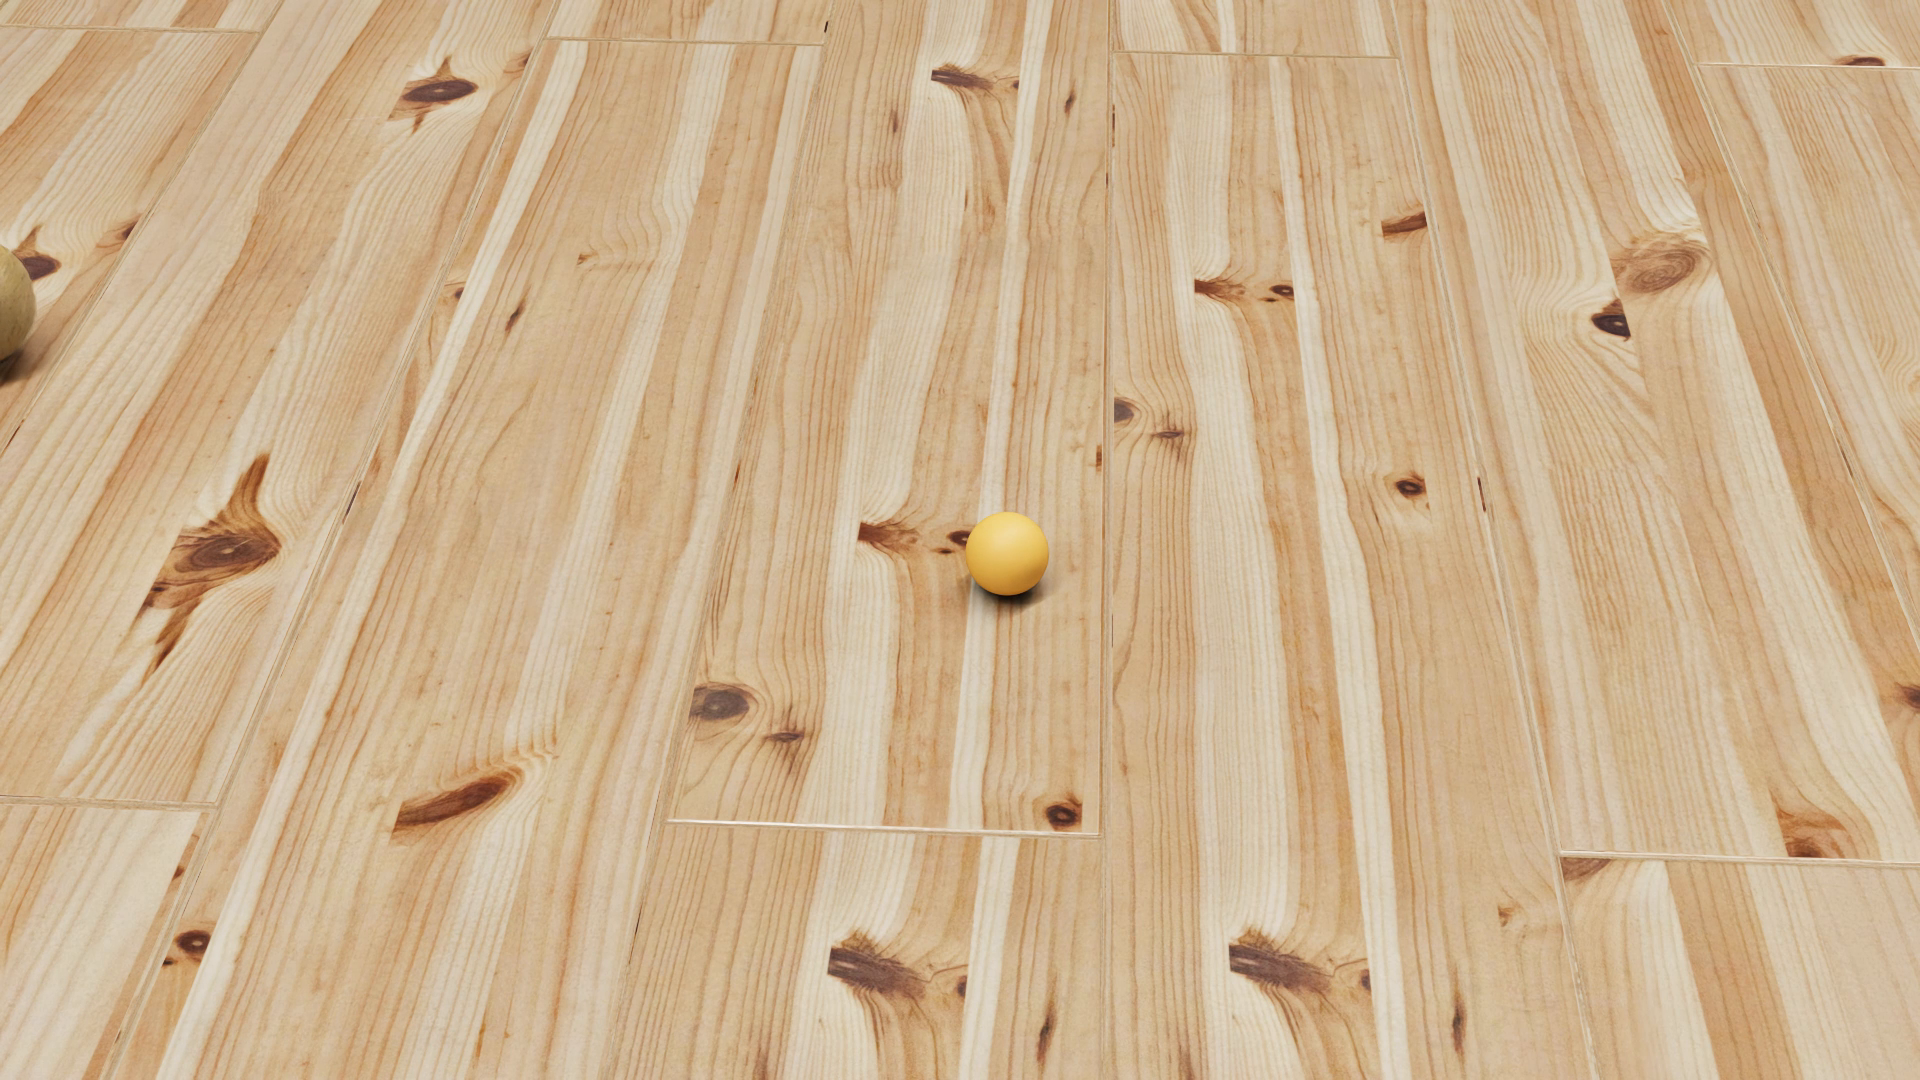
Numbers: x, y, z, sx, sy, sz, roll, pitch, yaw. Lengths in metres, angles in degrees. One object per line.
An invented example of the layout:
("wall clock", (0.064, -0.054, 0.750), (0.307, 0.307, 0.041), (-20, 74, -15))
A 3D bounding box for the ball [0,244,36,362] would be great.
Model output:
("ball", (-0.702, -0.168, 1.803), (0.098, 0.098, 0.098), (0, 36, 0))

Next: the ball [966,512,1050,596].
("ball", (0.029, 0.009, 1.602), (0.052, 0.052, 0.052), (0, 36, 0))
